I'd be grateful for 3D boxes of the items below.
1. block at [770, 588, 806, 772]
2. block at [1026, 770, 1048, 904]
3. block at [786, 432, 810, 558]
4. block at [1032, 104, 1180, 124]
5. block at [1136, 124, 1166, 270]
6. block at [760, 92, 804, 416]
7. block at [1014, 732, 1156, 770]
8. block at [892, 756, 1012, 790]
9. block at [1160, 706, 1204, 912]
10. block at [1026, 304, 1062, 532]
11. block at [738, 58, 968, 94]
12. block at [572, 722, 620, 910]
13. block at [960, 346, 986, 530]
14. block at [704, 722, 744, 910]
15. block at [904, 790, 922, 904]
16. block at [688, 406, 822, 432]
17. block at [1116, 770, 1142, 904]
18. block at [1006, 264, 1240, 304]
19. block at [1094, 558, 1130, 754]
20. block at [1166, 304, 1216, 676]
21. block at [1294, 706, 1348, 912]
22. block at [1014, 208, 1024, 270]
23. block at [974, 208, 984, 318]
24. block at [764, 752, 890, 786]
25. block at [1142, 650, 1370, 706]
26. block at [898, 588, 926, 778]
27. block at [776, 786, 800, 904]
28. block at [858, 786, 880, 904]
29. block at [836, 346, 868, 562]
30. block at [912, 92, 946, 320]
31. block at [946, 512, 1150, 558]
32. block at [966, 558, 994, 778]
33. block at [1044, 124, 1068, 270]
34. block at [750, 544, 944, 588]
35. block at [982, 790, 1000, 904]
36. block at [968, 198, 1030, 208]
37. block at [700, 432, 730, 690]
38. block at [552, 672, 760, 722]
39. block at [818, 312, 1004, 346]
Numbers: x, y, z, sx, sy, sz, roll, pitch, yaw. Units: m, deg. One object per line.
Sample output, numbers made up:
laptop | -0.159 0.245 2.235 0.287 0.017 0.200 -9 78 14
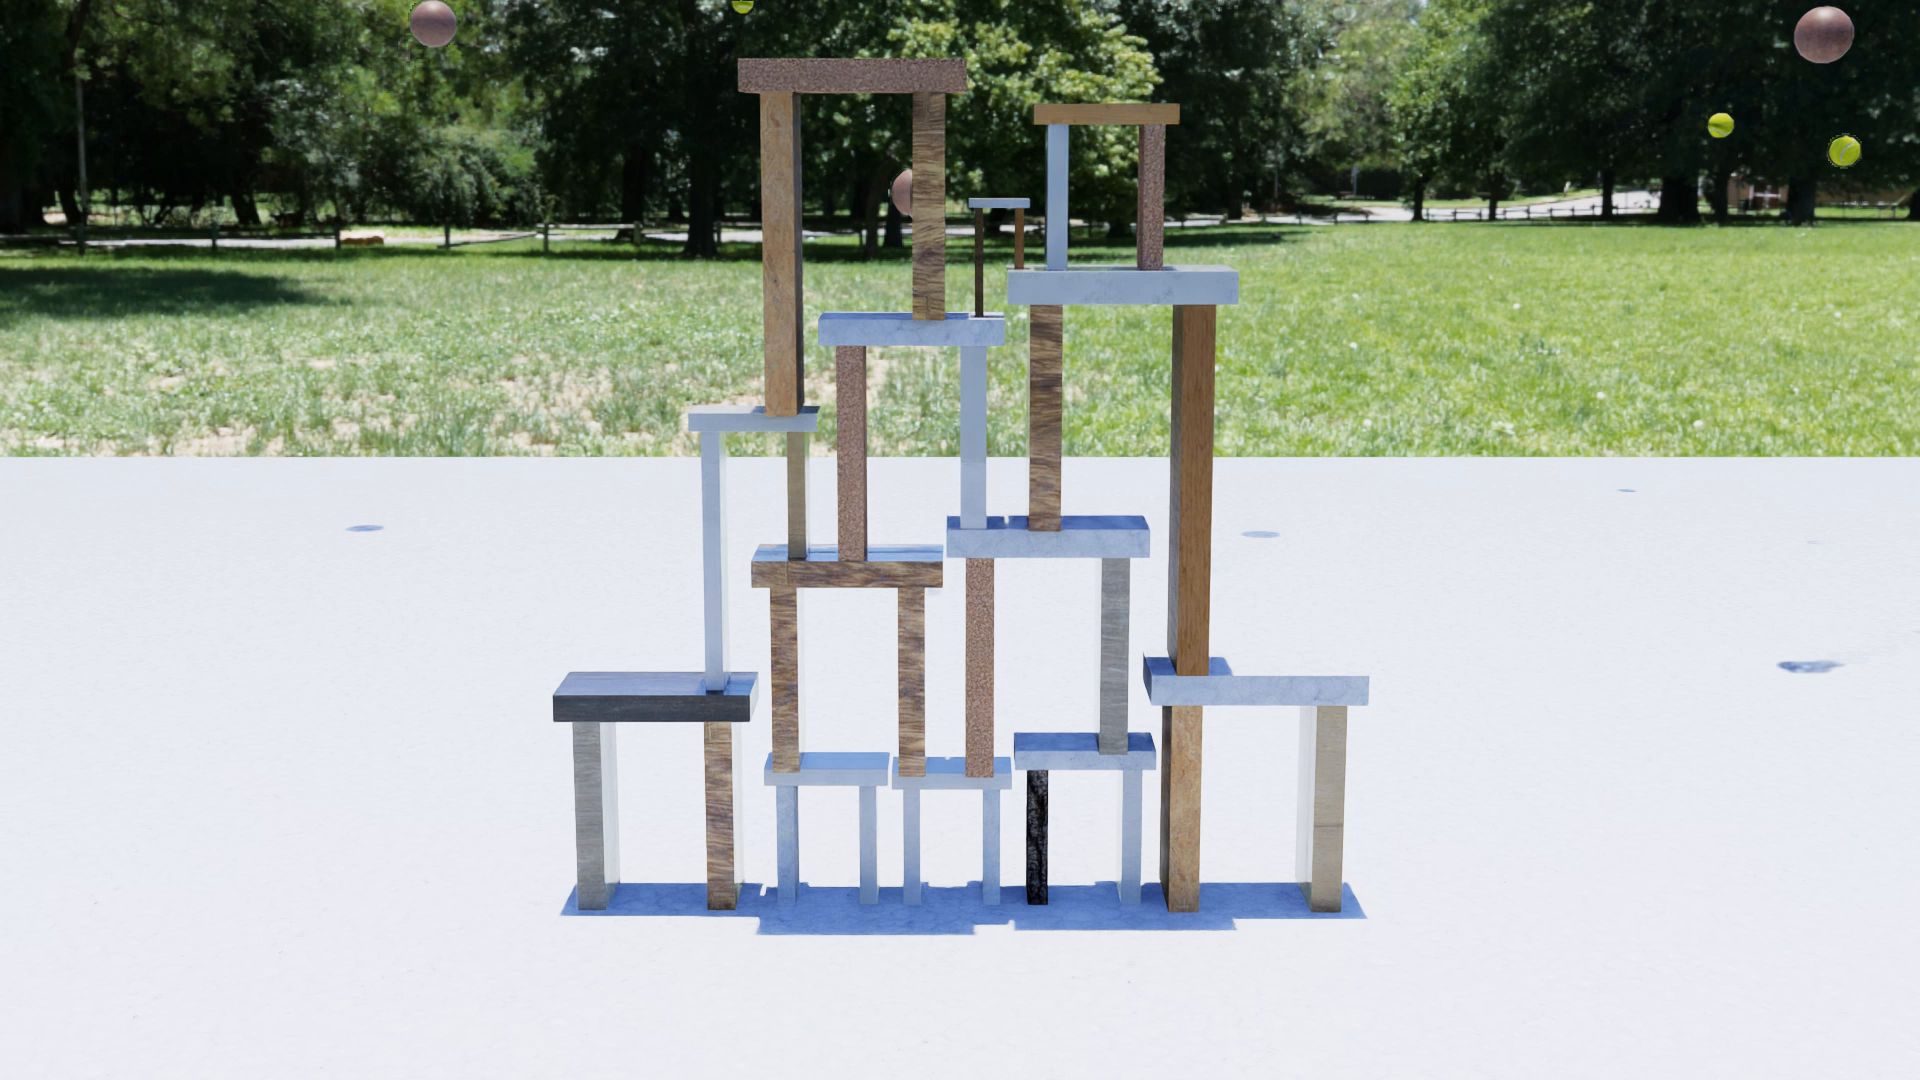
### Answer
block | -0.281 0.212 3.600 0.043 0.305 0.153 0 11 0
block | 0.128 0.477 3.651 0.033 0.230 0.115 0 11 0
block | -0.260 -0.081 3.546 0.029 0.204 0.102 0 11 0
block | 0.226 -0.666 3.438 0.223 0.032 0.112 0 11 0
block | 0.300 -0.541 3.461 0.032 0.223 0.112 0 11 0
block | -0.279 -0.453 3.473 0.049 0.497 0.174 0 11 0
block | 0.204 0.348 3.627 0.230 0.033 0.115 0 11 0
block | -0.013 0.384 3.627 0.196 0.028 0.098 0 11 0
block | 0.364 0.420 3.634 0.049 0.347 0.174 0 11 0
block | 0.134 -0.205 3.517 0.050 0.356 0.178 0 11 0
block | -0.163 -0.722 3.422 0.347 0.049 0.174 0 11 0
block | -0.601 0.434 3.640 0.045 0.317 0.158 0 11 0
block | 0.021 -0.173 3.526 0.041 0.291 0.145 0 11 0
block | -0.390 0.434 3.640 0.045 0.317 0.158 0 11 0
block | -0.079 0.494 3.648 0.028 0.196 0.098 0 11 0
block | -0.328 -0.195 3.524 0.204 0.029 0.102 0 11 0
block | 0.281 0.477 3.651 0.033 0.230 0.115 0 11 0
block | 0.252 -0.405 3.481 0.356 0.050 0.178 0 11 0
block | 0.247 0.173 3.596 0.046 0.323 0.162 0 11 0
block | 0.371 -0.090 3.539 0.050 0.591 0.178 0 11 0
block | 0.596 0.420 3.634 0.049 0.347 0.174 0 11 0
block | 0.093 -0.477 3.469 0.014 0.095 0.048 0 11 0
block | 0.030 -0.440 3.475 0.014 0.170 0.048 0 11 0
block | -0.218 0.377 3.627 0.203 0.029 0.101 0 11 0
block | 0.480 0.225 3.598 0.347 0.049 0.174 0 11 0
block | -0.078 0.216 3.601 0.043 0.312 0.153 0 11 0
block | -0.285 0.491 3.648 0.029 0.203 0.101 0 11 0
block | -0.150 0.491 3.648 0.029 0.203 0.101 0 11 0
block | -0.173 -0.148 3.531 0.041 0.342 0.145 0 11 0
block | -0.048 -0.527 3.459 0.049 0.347 0.174 0 11 0
block | 0.140 -0.008 3.562 0.323 0.046 0.162 0 11 0
block | 0.032 0.192 3.598 0.046 0.361 0.162 0 11 0
block | 0.151 -0.540 3.461 0.032 0.223 0.112 0 11 0
block | -0.179 0.041 3.568 0.305 0.043 0.153 0 11 0
block | 0.052 0.494 3.648 0.028 0.196 0.098 0 11 0
block | 0.061 -0.530 3.458 0.095 0.014 0.048 0 11 0
block | -0.396 0.026 3.566 0.029 0.422 0.102 0 11 0
block | -0.495 0.256 3.607 0.317 0.045 0.158 0 11 0
block | -0.076 -0.336 3.496 0.291 0.041 0.145 0 11 0
